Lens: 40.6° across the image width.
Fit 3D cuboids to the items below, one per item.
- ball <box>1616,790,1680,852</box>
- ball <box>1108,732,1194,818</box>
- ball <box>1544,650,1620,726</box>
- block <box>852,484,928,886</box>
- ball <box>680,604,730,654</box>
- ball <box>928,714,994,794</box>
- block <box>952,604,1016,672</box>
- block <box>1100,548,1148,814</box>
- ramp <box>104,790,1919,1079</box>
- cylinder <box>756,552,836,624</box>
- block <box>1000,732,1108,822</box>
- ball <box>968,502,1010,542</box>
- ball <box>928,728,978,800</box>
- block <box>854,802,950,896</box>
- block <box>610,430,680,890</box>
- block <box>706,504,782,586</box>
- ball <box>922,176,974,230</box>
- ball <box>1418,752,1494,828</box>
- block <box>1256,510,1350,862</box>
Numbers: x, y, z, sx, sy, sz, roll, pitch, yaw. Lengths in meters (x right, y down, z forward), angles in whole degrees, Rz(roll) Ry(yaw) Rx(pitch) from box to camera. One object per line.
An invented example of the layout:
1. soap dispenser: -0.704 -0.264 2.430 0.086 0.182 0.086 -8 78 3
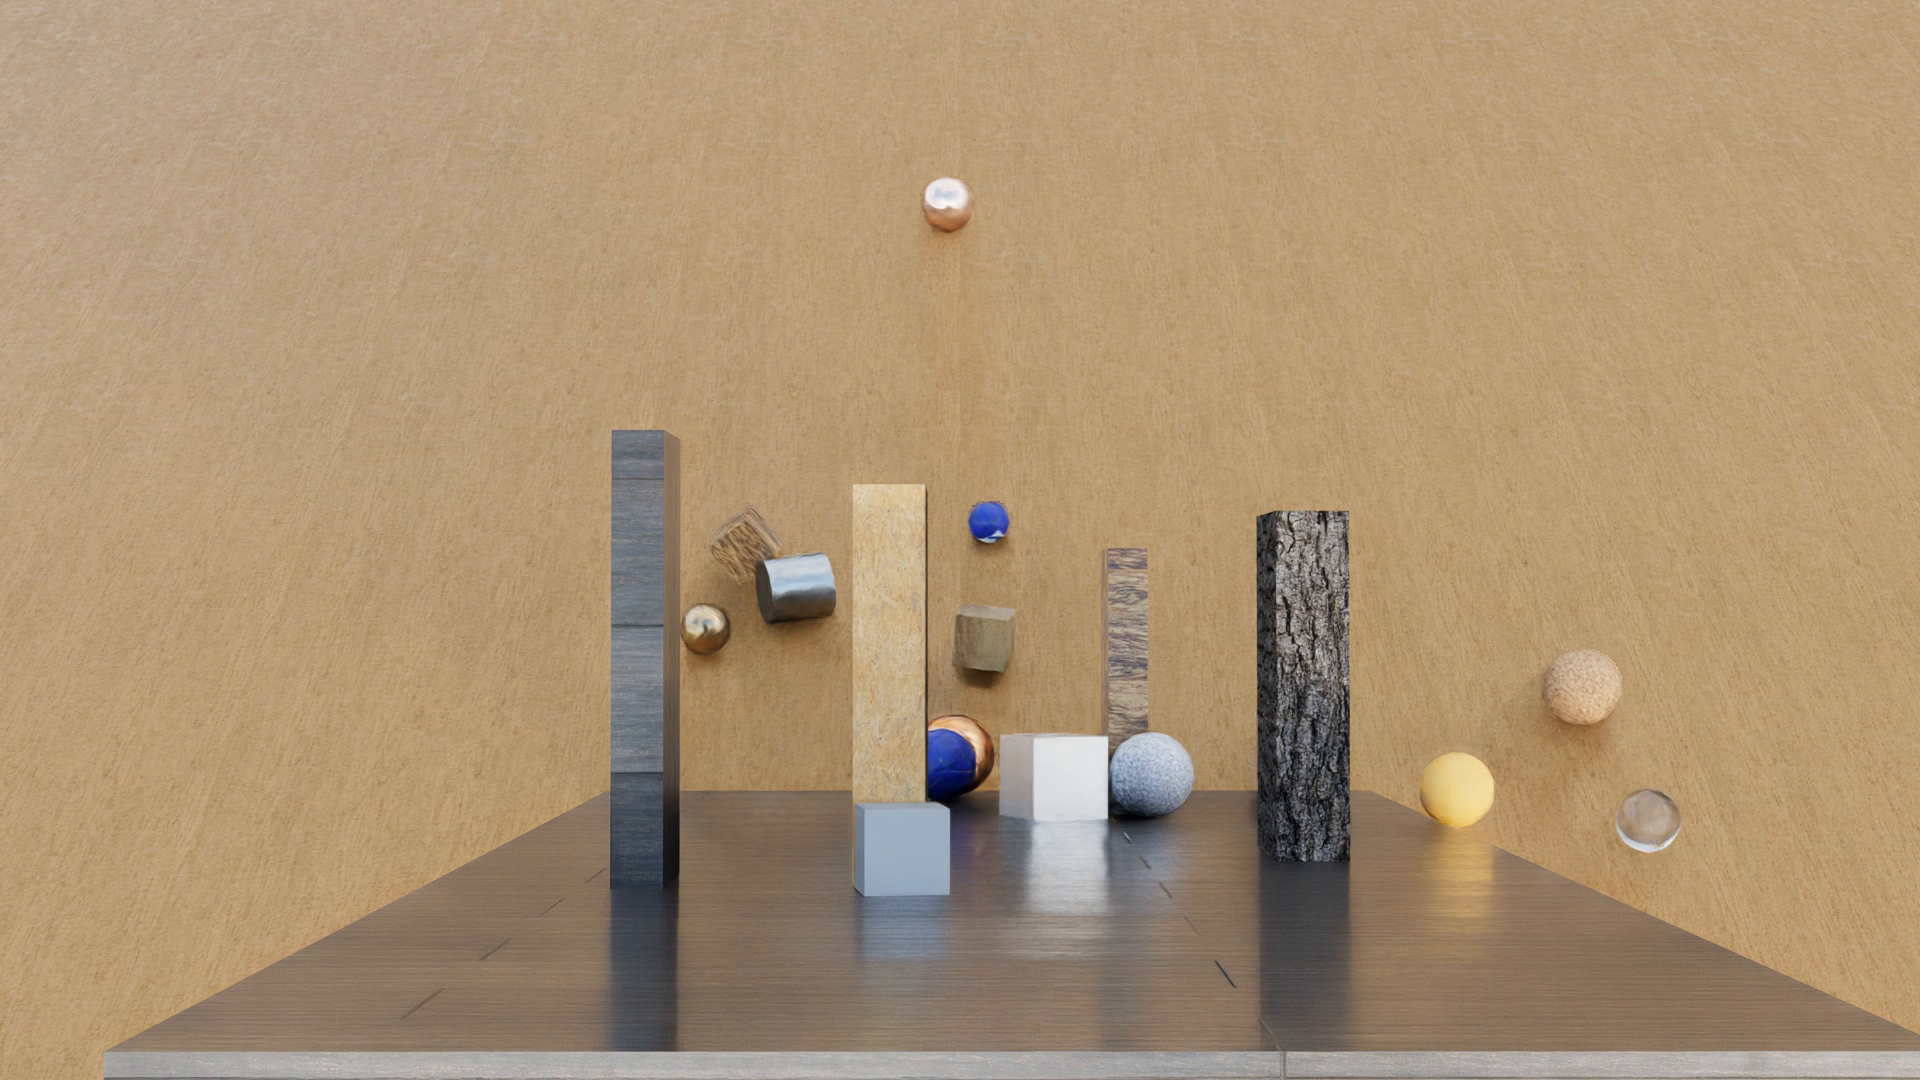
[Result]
1. ball: 1.775 0.724 6.700 0.162 0.162 0.162 0 34 0
2. ball: 0.436 0.536 5.930 0.195 0.195 0.195 0 34 0
3. ball: 1.708 0.405 7.130 0.208 0.208 0.208 0 34 0
4. block: -0.123 0.255 4.666 0.125 0.692 0.375 0 -1 0
5. ball: -0.727 0.255 7.407 0.145 0.145 0.145 0 34 0
6. ball: -0.014 0.548 6.640 0.208 0.208 0.208 0 34 0
7. block: 0.069 0.276 7.331 0.149 0.149 0.149 7 11 9
8. block: 0.391 0.332 6.195 0.091 0.618 0.325 0 -1 0
9. ramp: 0.076 0.654 4.799 2.000 0.100 4.000 0 -1 0
10. cylinder: -0.478 0.140 7.526 0.186 0.186 0.186 -7 34 -18
11. block: 0.214 0.541 5.951 0.186 0.186 0.186 1 -2 -23
12. ball: 0.088 -0.054 7.881 0.124 0.124 0.124 0 34 0
13. ball: -0.046 0.558 6.443 0.178 0.178 0.178 0 34 0
14. block: -0.099 0.522 4.393 0.143 0.143 0.143 0 -2 -9
15. block: -0.550 0.207 4.555 0.090 0.783 0.264 0 -1 0
16. block: -0.635 0.016 7.657 0.148 0.148 0.148 -36 13 12
17. ball: -0.045 -1.240 9.564 0.197 0.197 0.197 0 34 0
18. ball: 1.130 0.568 5.906 0.170 0.170 0.170 0 34 0
19. block: 0.668 0.280 5.070 0.139 0.663 0.320 0 -1 0
